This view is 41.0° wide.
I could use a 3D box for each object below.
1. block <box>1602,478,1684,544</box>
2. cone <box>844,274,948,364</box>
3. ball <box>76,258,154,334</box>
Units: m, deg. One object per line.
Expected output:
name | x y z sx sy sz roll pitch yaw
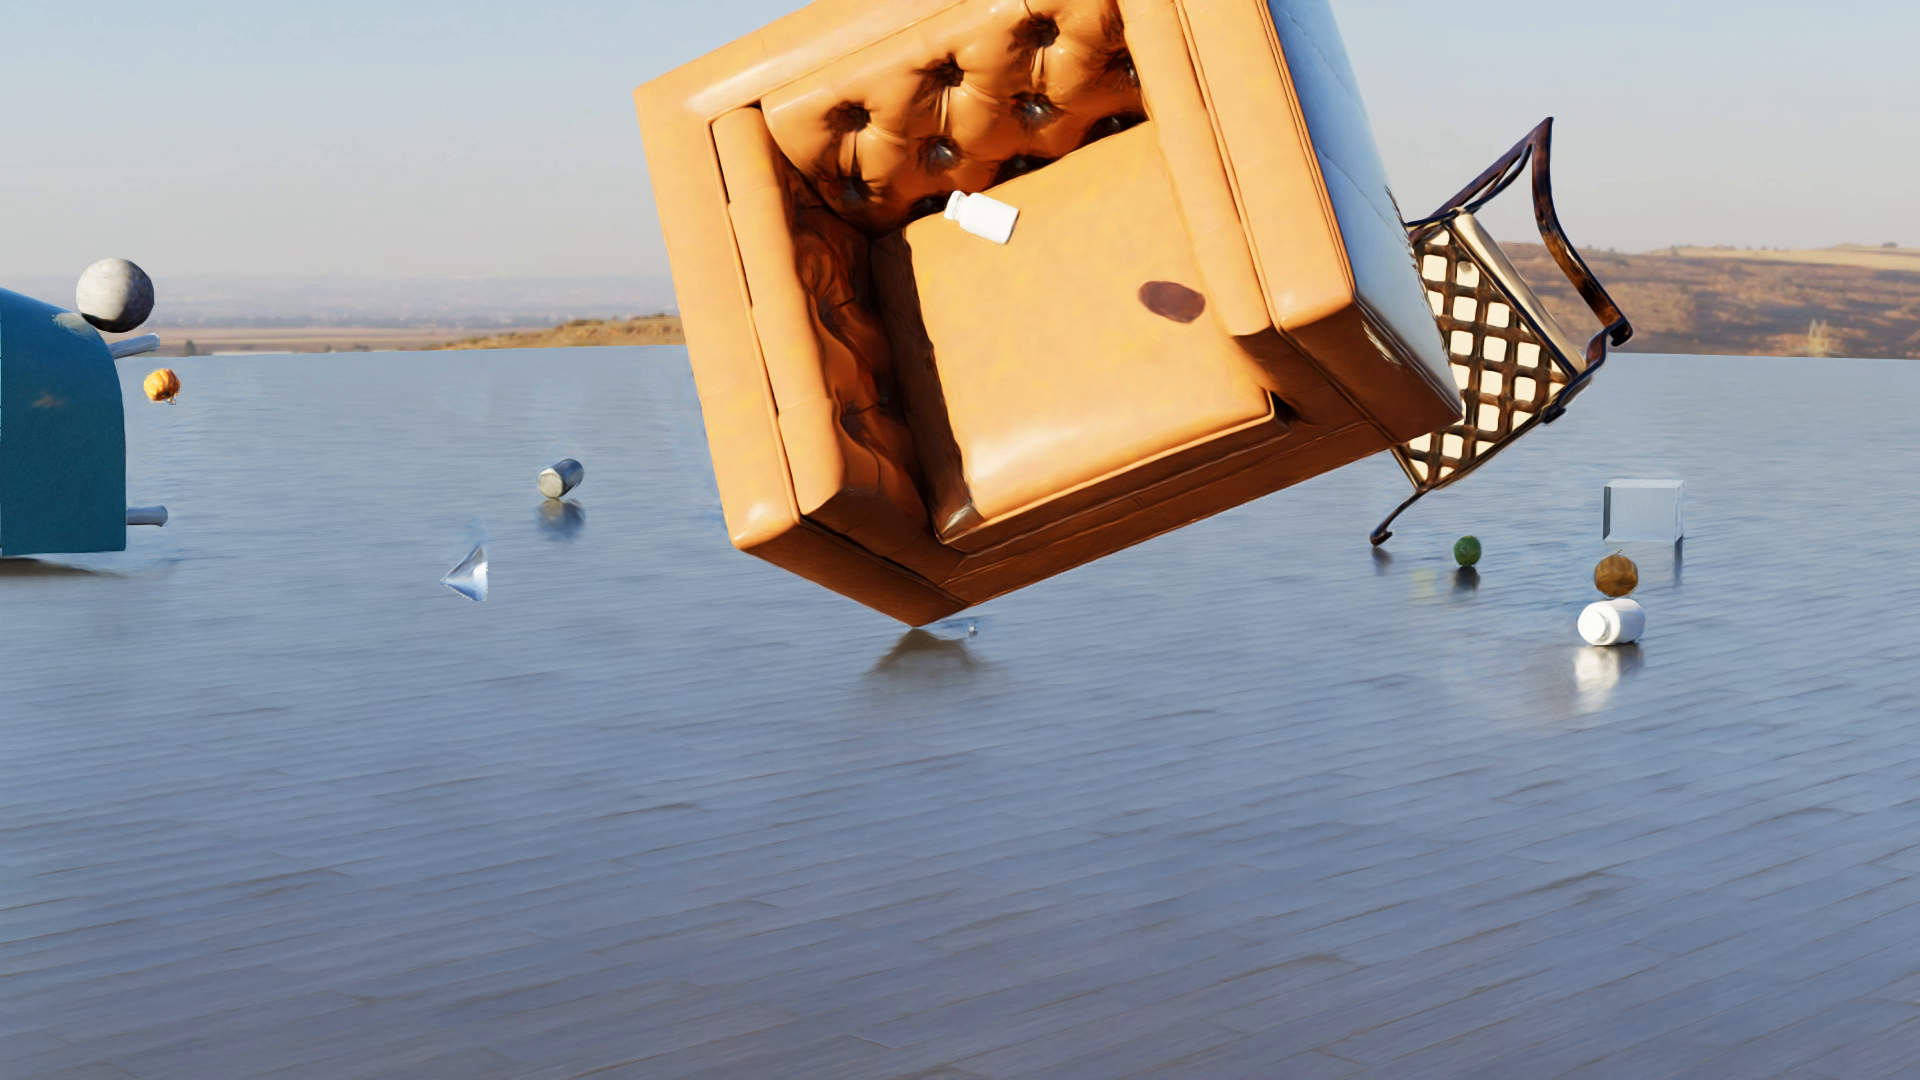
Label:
block | 1.729 -0.075 6.482 0.174 0.136 0.262 2 6 20
cone | -0.101 -0.541 5.927 0.255 0.213 0.228 -8 13 47
ball | -1.988 -0.575 6.040 0.176 0.176 0.176 0 6 0
